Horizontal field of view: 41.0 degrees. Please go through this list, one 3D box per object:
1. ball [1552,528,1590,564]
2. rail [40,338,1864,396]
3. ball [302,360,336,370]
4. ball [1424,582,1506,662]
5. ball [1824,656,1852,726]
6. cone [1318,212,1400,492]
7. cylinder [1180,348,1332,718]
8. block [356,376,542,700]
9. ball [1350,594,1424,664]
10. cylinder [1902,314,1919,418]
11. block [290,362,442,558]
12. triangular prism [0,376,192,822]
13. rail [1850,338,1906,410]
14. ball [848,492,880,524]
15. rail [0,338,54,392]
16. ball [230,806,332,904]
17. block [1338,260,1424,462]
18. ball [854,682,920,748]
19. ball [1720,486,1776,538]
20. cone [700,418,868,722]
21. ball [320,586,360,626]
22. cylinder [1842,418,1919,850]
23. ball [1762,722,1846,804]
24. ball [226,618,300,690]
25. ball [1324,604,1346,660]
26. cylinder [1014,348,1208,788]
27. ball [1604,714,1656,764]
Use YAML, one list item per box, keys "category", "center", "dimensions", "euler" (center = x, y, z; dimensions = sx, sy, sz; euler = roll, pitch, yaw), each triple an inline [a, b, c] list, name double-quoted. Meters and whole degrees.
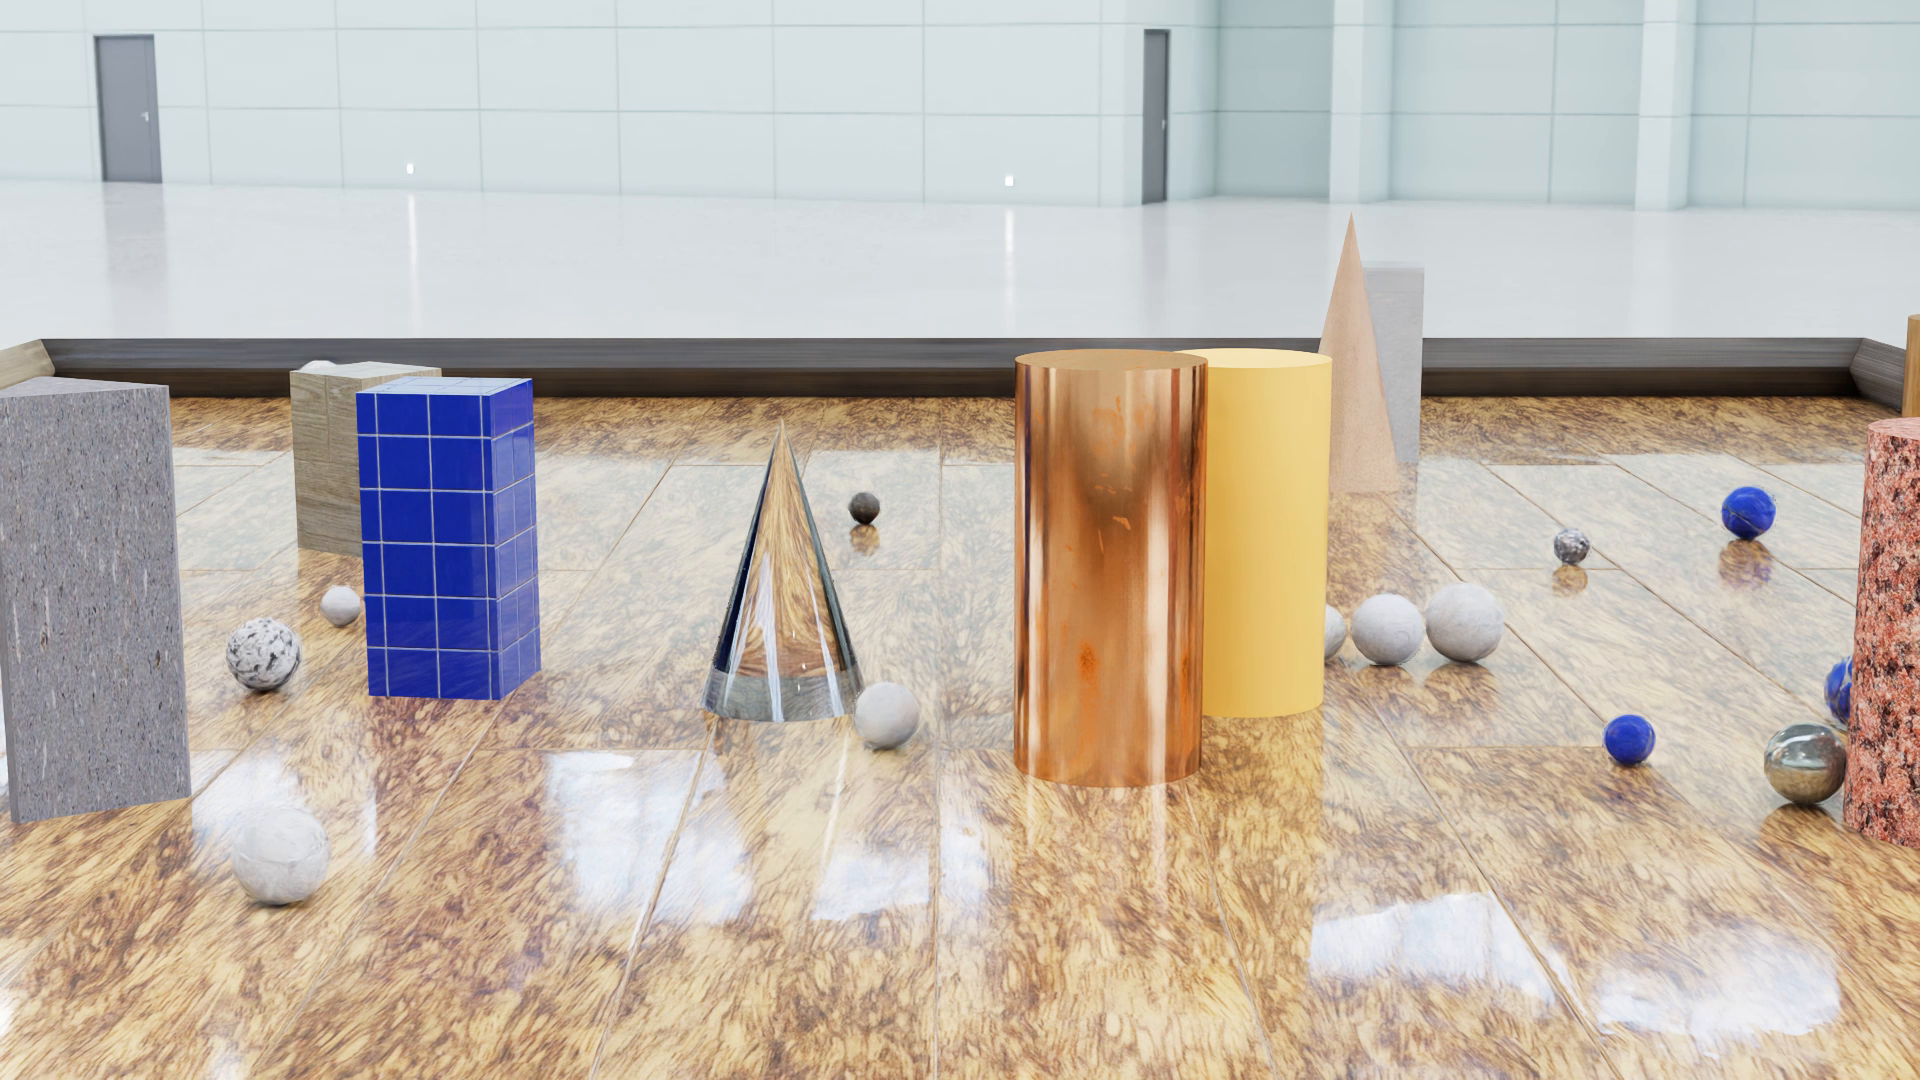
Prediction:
- category: "ball"
  center: [0.904, 0.009, 3.795]
  dimensions: [0.053, 0.053, 0.053]
  euler: [0, 10, 0]
- category: "rail"
  center: [-0.013, -0.381, 5.686]
  dimensions: [4.055, 0.129, 0.045]
  euler: [0, 10, 0]
- category: "ball"
  center: [-1.385, -0.340, 5.557]
  dimensions: [0.099, 0.099, 0.099]
  euler: [0, 10, 0]
- category: "ball"
  center: [0.624, 0.102, 3.167]
  dimensions: [0.099, 0.099, 0.099]
  euler: [0, 10, 0]
- category: "ball"
  center: [1.002, 0.169, 2.842]
  dimensions: [0.086, 0.086, 0.086]
  euler: [0, 10, 0]
- category: "cone"
  center: [0.678, -0.336, 4.488]
  dimensions: [0.199, 0.480, 0.199]
  euler: [0, 10, 0]
- category: "cylinder"
  center: [0.324, -0.012, 2.964]
  dimensions: [0.199, 0.397, 0.199]
  euler: [0, 10, 0]
- category: "block"
  center: [-0.602, -0.005, 3.038]
  dimensions: [0.159, 0.357, 0.159]
  euler: [2, 11, 8]
- category: "ball"
  center: [0.525, 0.109, 3.157]
  dimensions: [0.088, 0.088, 0.088]
  euler: [0, 10, 0]
- category: "cylinder"
  center: [1.413, -0.117, 3.573]
  dimensions: [0.199, 0.382, 0.199]
  euler: [0, 10, 0]
- category: "block"
  center: [-0.902, -0.125, 3.919]
  dimensions: [0.159, 0.271, 0.159]
  euler: [7, 13, 34]
- category: "triangular prism"
  center: [-0.889, 0.051, 2.569]
  dimensions: [0.172, 0.416, 0.149]
  euler: [-7, 12, -32]
- category: "rail"
  center: [2.004, 0.031, 3.460]
  dimensions: [0.045, 0.129, 4.598]
  euler: [0, 10, 0]
- category: "ball"
  center: [-0.154, -0.052, 4.131]
  dimensions: [0.051, 0.051, 0.051]
  euler: [0, 10, 0]
- category: "rail"
  center: [-2.004, 0.035, 3.437]
  dimensions: [0.045, 0.129, 4.598]
  euler: [0, 10, 0]
- category: "ball"
  center: [-0.597, 0.277, 2.256]
  dimensions: [0.086, 0.086, 0.086]
  euler: [0, 10, 0]
- category: "block"
  center: [0.786, -0.338, 4.826]
  dimensions: [0.159, 0.360, 0.159]
  euler: [2, 11, 8]
- category: "ball"
  center: [-0.079, 0.189, 2.770]
  dimensions: [0.072, 0.072, 0.072]
  euler: [0, 10, 0]
- category: "ball"
  center: [1.228, -0.043, 3.996]
  dimensions: [0.083, 0.083, 0.083]
  euler: [0, 10, 0]
- category: "cone"
  center: [-0.203, 0.023, 2.951]
  dimensions: [0.199, 0.333, 0.199]
  euler: [0, 10, 0]
- category: "ball"
  center: [-0.815, 0.087, 3.375]
  dimensions: [0.052, 0.052, 0.052]
  euler: [0, 10, 0]
- category: "cylinder"
  center: [0.963, 0.087, 2.459]
  dimensions: [0.199, 0.386, 0.199]
  euler: [0, 10, 0]
- category: "ball"
  center: [0.844, 0.223, 2.561]
  dimensions: [0.081, 0.081, 0.081]
  euler: [0, 10, 0]
- category: "ball"
  center: [-0.822, 0.135, 3.026]
  dimensions: [0.085, 0.085, 0.085]
  euler: [0, 10, 0]
- category: "ball"
  center: [0.442, 0.113, 3.176]
  dimensions: [0.073, 0.073, 0.073]
  euler: [0, 10, 0]
- category: "cylinder"
  center: [0.156, 0.025, 2.679]
  dimensions: [0.199, 0.428, 0.199]
  euler: [0, 10, 0]
- category: "ball"
  center: [0.707, 0.210, 2.708]
  dimensions: [0.053, 0.053, 0.053]
  euler: [0, 10, 0]
